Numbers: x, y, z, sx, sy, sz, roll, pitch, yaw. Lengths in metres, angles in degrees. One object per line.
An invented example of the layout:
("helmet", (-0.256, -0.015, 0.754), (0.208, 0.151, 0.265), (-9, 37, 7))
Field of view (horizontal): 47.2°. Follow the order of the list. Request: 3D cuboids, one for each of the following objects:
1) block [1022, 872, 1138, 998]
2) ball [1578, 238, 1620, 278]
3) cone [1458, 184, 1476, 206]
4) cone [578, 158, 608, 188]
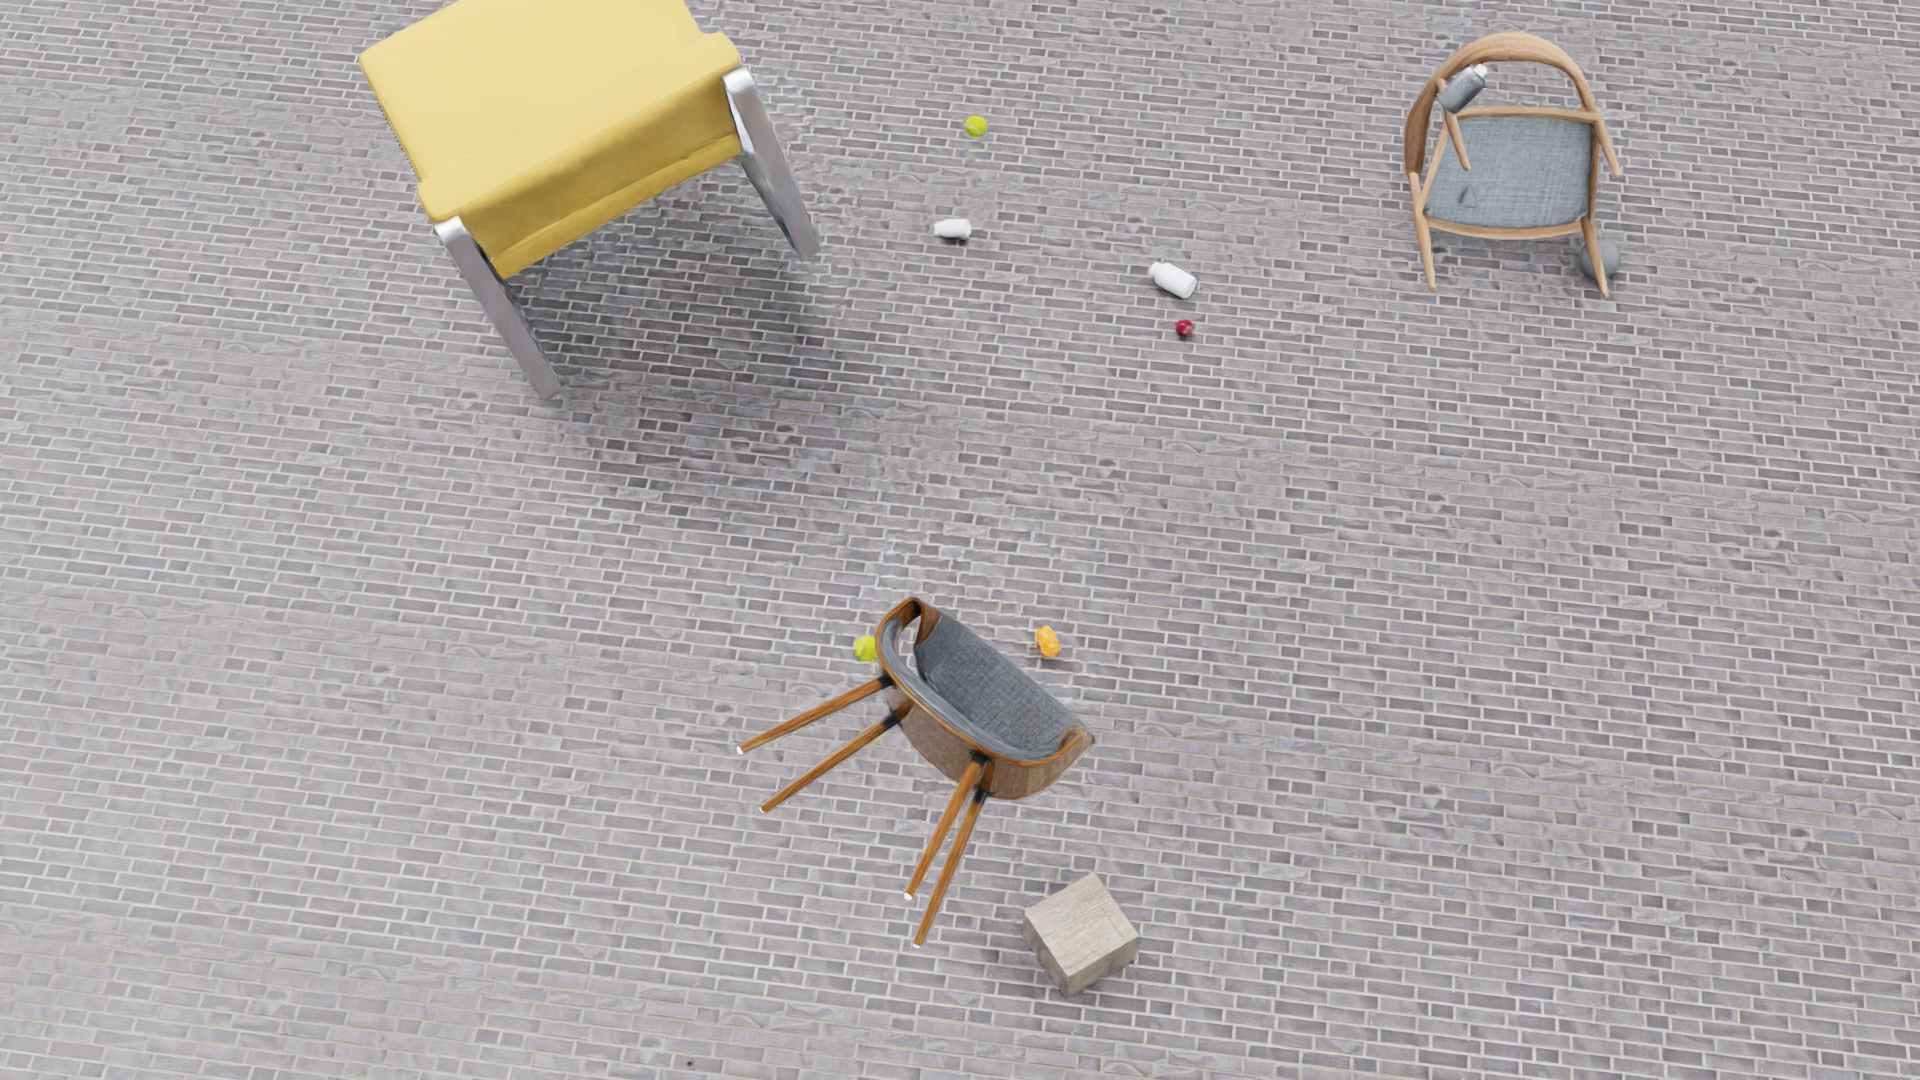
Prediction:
("block", (0.316, 1.040, 5.787), (0.219, 0.148, 0.213), (-27, 60, -17))
("ball", (2.067, -0.910, 7.106), (0.131, 0.131, 0.131), (0, 56, 0))
("cone", (1.633, -1.117, 7.061), (0.054, 0.071, 0.070), (-11, 25, -35))
("cone", (-1.249, -1.203, 7.351), (0.087, 0.121, 0.112), (-37, 85, 17))
